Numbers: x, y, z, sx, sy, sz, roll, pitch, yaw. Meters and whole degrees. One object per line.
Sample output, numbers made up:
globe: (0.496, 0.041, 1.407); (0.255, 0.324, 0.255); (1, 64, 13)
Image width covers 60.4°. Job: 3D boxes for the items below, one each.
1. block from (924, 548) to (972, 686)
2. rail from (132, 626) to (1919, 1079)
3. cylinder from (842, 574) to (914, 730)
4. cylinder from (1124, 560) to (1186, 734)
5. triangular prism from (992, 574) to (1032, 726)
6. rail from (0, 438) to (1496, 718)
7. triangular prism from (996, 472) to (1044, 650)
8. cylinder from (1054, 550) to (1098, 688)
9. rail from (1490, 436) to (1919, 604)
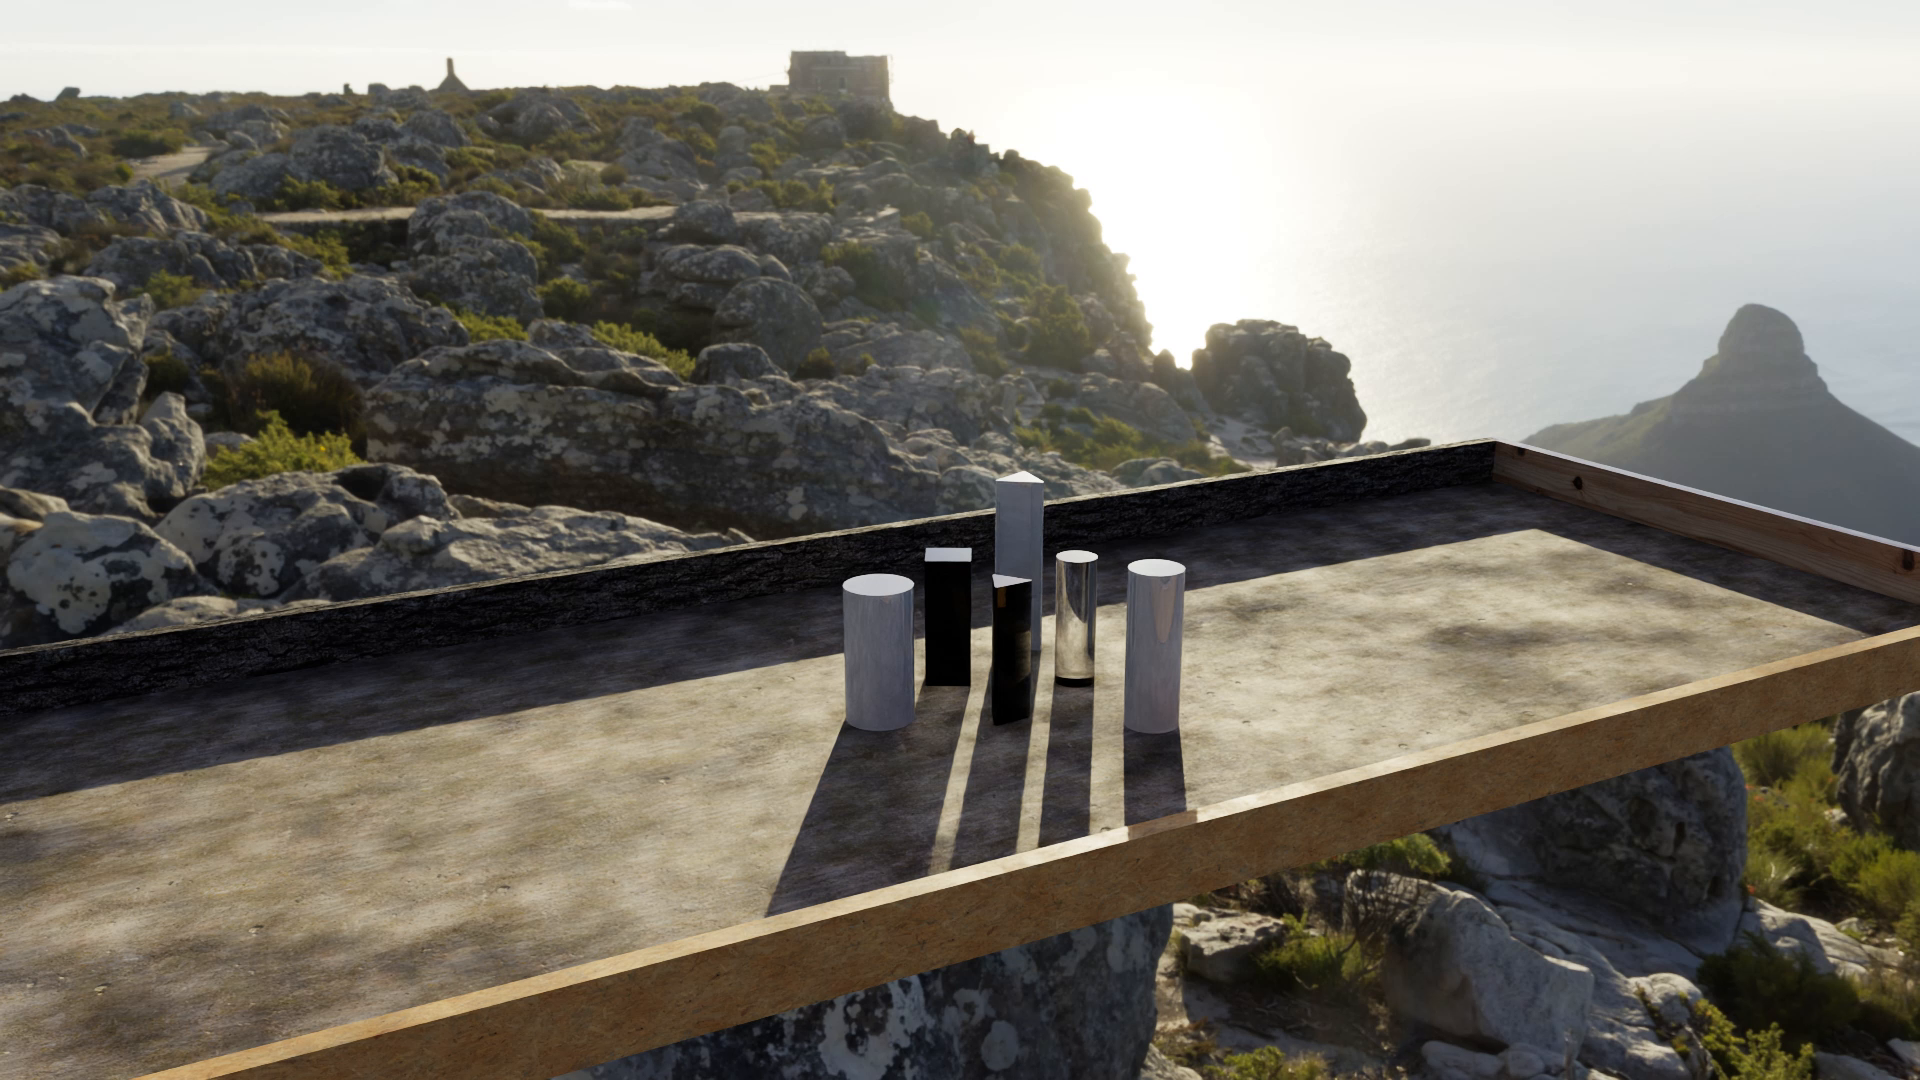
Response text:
block: (-0.029, 0.192, 4.123); (0.113, 0.326, 0.113); (0, 16, 1)
rail: (-2.336, 1.006, 1.665); (12.000, 0.150, 0.050); (-9, 18, -27)
cylinder: (-0.189, 0.262, 3.874); (0.165, 0.331, 0.165); (0, 16, 0)
cylinder: (0.451, 0.247, 3.835); (0.131, 0.383, 0.131); (0, 16, 0)
triangular prism: (0.101, 0.254, 3.885); (0.100, 0.341, 0.087); (-10, 19, -31)
rail: (-3.305, 0.497, 3.399); (12.000, 0.150, 0.050); (-9, 18, -27)
triangular prism: (0.161, 0.054, 4.357); (0.123, 0.459, 0.107); (2, 17, 8)
cylinder: (0.288, 0.197, 4.107); (0.102, 0.326, 0.102); (0, 16, 0)
rail: (2.466, -0.048, 5.253); (0.050, 0.150, 2.100); (-9, 18, -27)
